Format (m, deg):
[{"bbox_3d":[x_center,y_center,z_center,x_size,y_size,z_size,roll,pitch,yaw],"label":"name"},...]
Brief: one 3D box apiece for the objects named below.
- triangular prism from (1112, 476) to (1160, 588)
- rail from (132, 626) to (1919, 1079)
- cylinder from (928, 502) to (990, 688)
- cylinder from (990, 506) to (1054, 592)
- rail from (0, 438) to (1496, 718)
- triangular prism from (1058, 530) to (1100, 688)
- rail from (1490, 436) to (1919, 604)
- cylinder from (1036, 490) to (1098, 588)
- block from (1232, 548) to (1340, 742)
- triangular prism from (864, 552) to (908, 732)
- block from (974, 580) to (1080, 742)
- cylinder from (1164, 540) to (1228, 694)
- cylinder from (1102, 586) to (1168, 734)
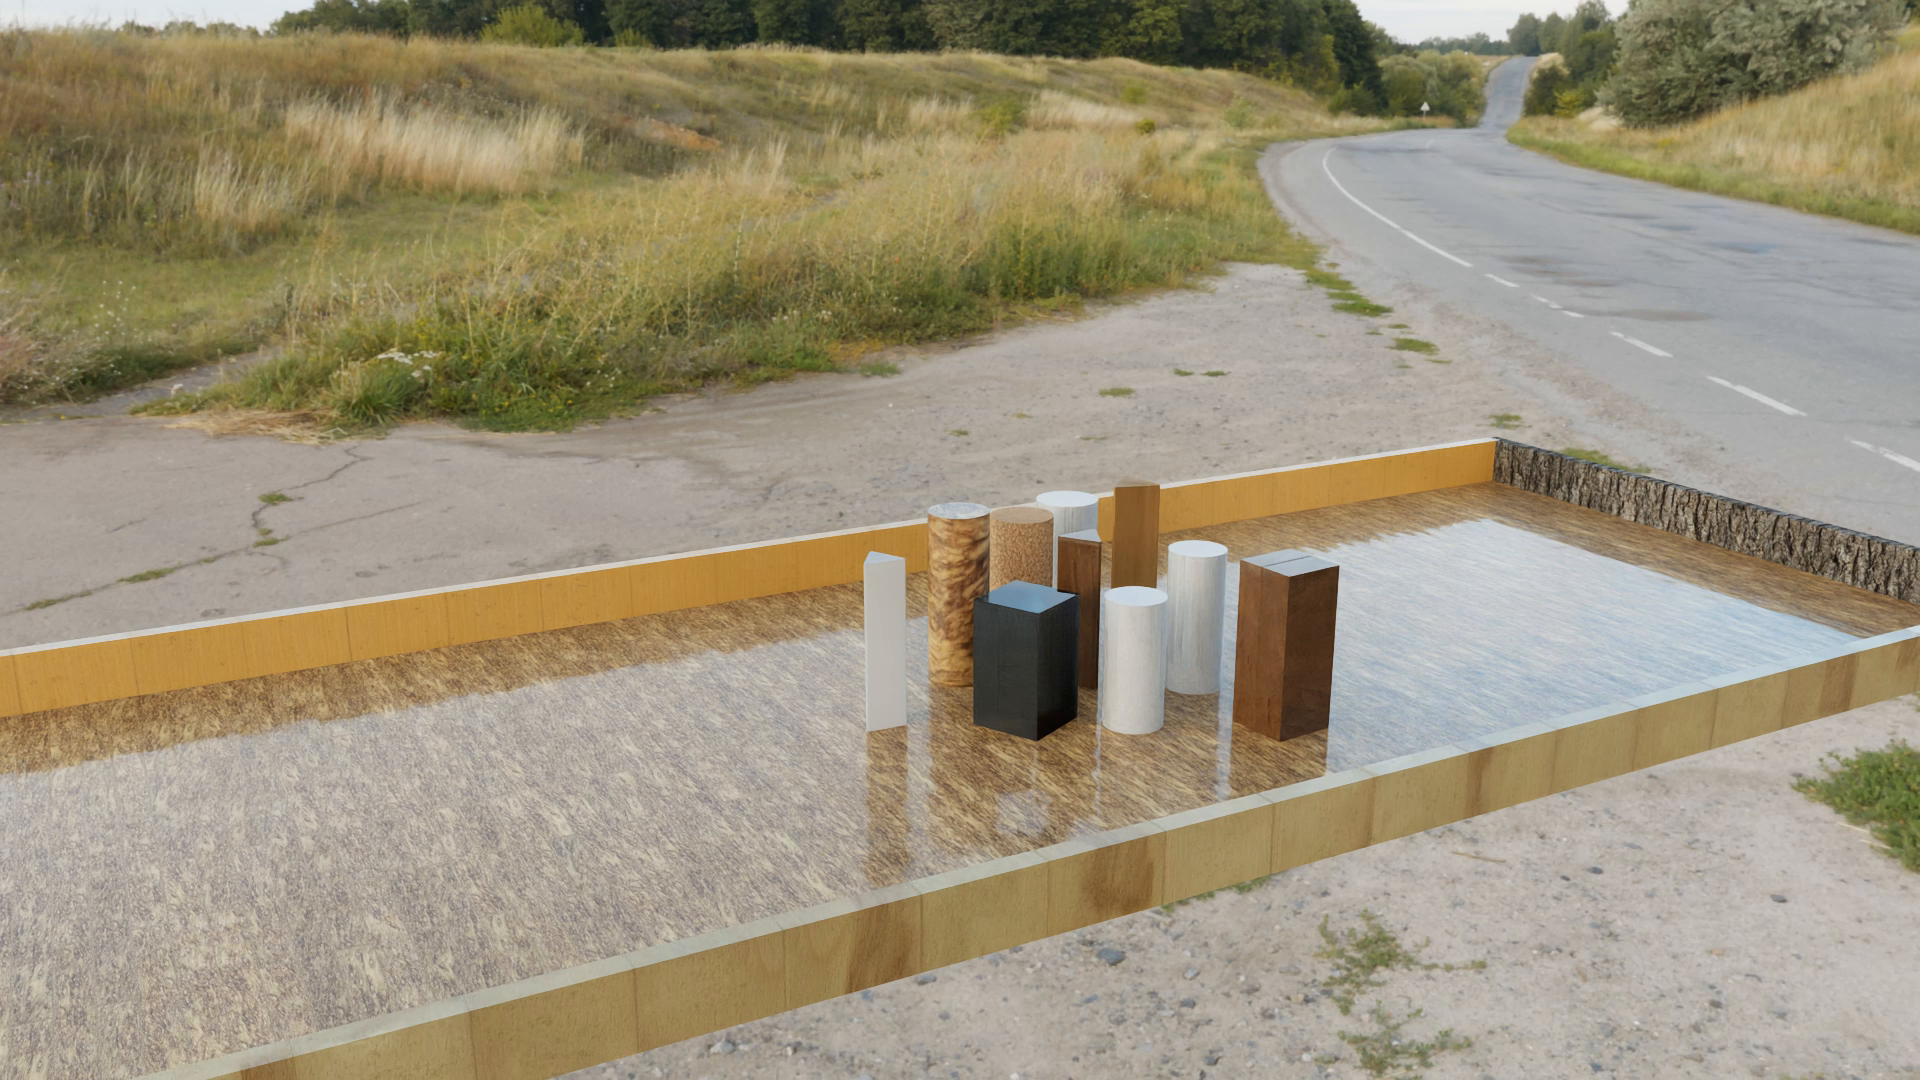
[{"bbox_3d":[0.449,0.057,4.377,0.123,0.441,0.106,-3,17,-10],"label":"triangular prism"},{"bbox_3d":[-2.336,1.006,1.665,12.000,0.150,0.050,-9,18,-27],"label":"rail"},{"bbox_3d":[-0.003,0.137,4.116,0.154,0.436,0.154,0,16,0],"label":"cylinder"},{"bbox_3d":[0.161,0.109,4.341,0.166,0.363,0.166,0,16,0],"label":"cylinder"},{"bbox_3d":[-3.305,0.497,3.399,12.000,0.150,0.050,-9,18,-27],"label":"rail"},{"bbox_3d":[0.312,0.168,4.107,0.113,0.382,0.097,8,18,26],"label":"triangular prism"},{"bbox_3d":[2.466,-0.048,5.253,0.050,0.150,2.100,-9,18,-27],"label":"rail"},{"bbox_3d":[0.296,0.047,4.596,0.172,0.337,0.172,0,16,0],"label":"cylinder"},{"bbox_3d":[0.754,0.242,3.826,0.158,0.398,0.158,-11,19,-32],"label":"block"},{"bbox_3d":[-0.188,0.233,3.839,0.101,0.408,0.087,-7,18,-24],"label":"triangular prism"},{"bbox_3d":[0.155,0.279,3.857,0.178,0.310,0.178,11,20,34],"label":"block"},{"bbox_3d":[0.581,0.191,4.077,0.144,0.354,0.144,0,16,0],"label":"cylinder"},{"bbox_3d":[0.407,0.280,3.847,0.146,0.314,0.146,0,16,0],"label":"cylinder"}]
